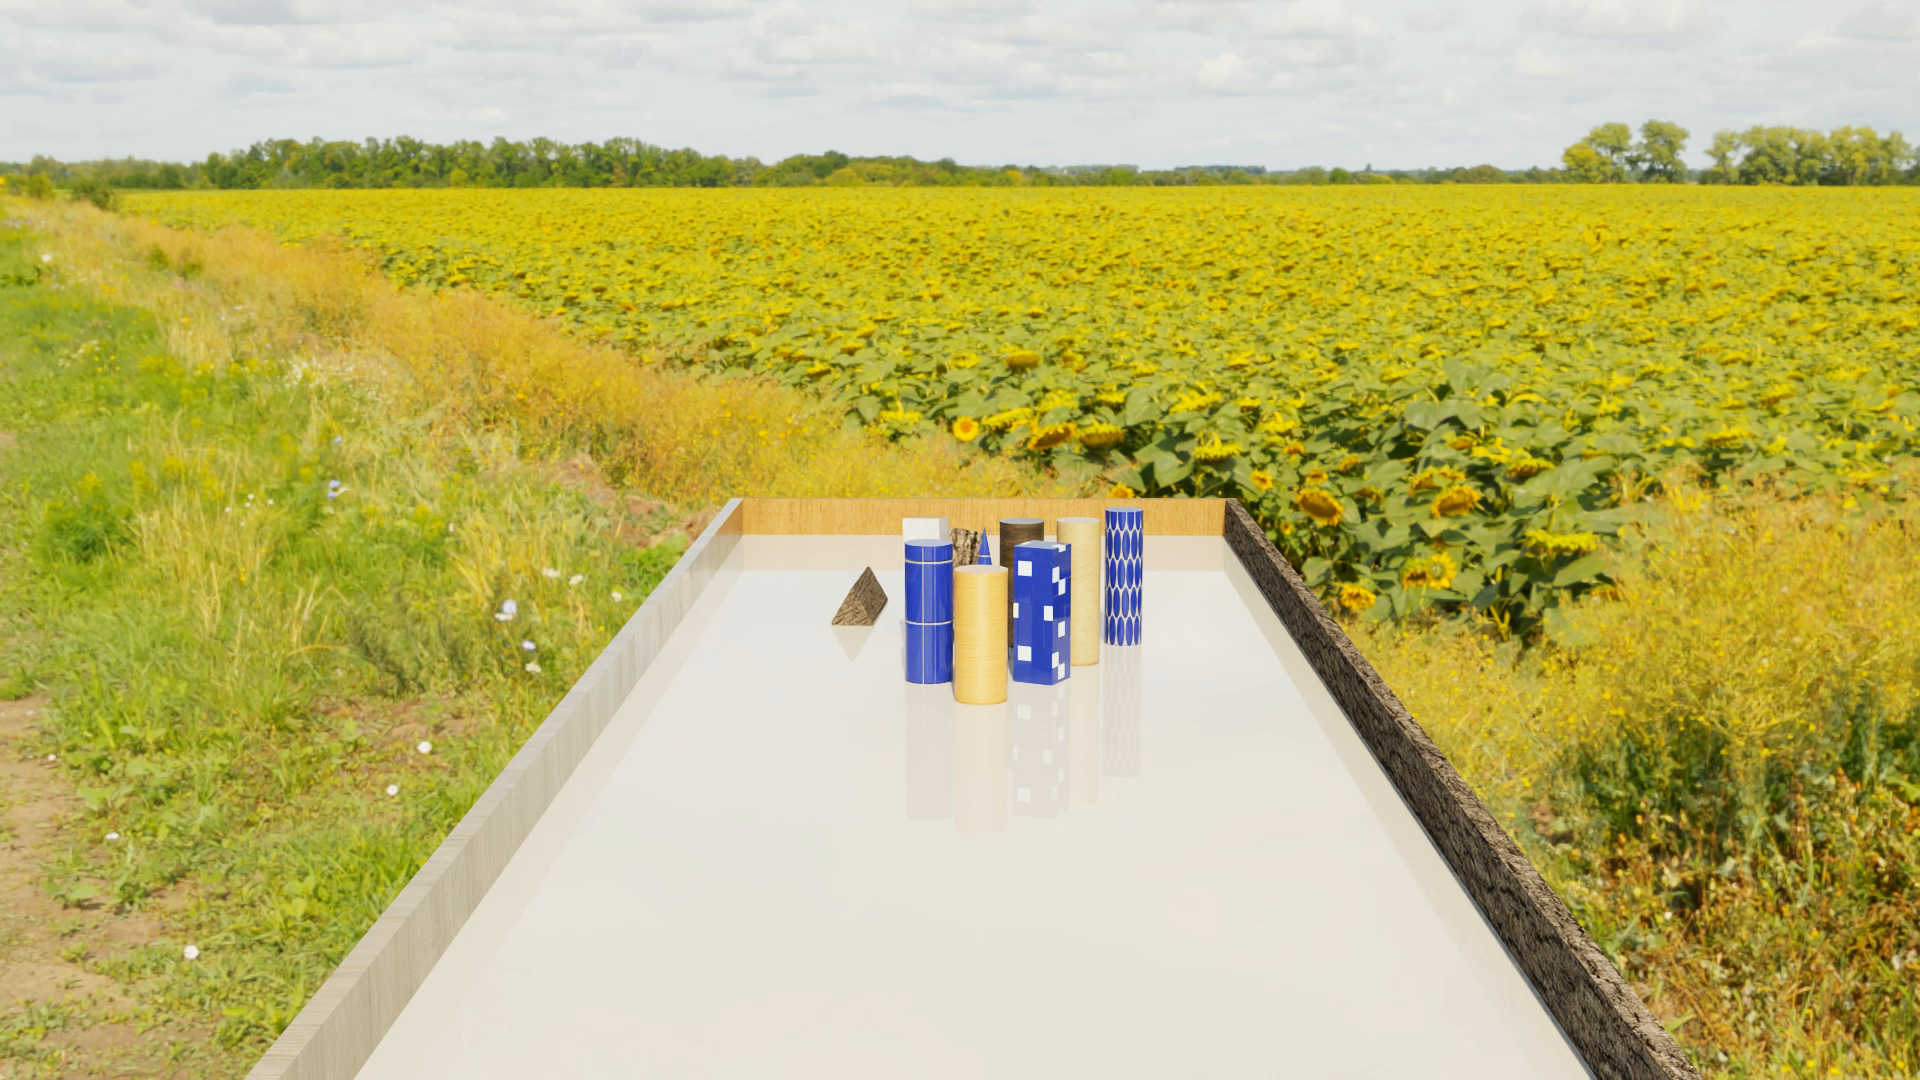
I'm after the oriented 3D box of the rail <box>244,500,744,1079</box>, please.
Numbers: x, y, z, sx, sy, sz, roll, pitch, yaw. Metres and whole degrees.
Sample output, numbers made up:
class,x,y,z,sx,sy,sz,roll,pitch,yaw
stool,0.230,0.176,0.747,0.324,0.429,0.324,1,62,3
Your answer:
class,x,y,z,sx,sy,sz,roll,pitch,yaw
rail,-1.004,0.839,3.234,0.050,0.150,12.000,0,9,1

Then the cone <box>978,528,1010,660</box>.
class,x,y,z,sx,sy,sz,roll,pitch,yaw
cone,0.074,0.159,6.698,0.161,0.410,0.161,0,9,0

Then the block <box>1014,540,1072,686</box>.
class,x,y,z,sx,sy,sz,roll,pitch,yaw
block,0.240,0.211,6.403,0.125,0.399,0.125,5,10,27

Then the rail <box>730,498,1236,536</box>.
class,x,y,z,sx,sy,sz,roll,pitch,yaw
rail,0.099,-0.098,9.147,2.100,0.150,0.050,0,9,1

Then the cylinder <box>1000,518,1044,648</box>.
class,x,y,z,sx,sy,sz,roll,pitch,yaw
cylinder,0.193,0.134,6.911,0.141,0.393,0.141,0,9,0

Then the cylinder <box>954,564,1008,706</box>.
class,x,y,z,sx,sy,sz,roll,pitch,yaw
cylinder,0.059,0.265,6.153,0.149,0.371,0.149,0,9,0

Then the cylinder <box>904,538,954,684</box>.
class,x,y,z,sx,sy,sz,roll,pitch,yaw
cylinder,-0.091,0.208,6.400,0.142,0.406,0.142,0,9,0

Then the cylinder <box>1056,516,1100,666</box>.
class,x,y,z,sx,sy,sz,roll,pitch,yaw
cylinder,0.357,0.155,6.643,0.134,0.435,0.134,0,9,0

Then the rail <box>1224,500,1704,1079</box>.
class,x,y,z,sx,sy,sz,roll,pitch,yaw
rail,1.046,0.843,3.208,0.050,0.150,12.000,0,9,1

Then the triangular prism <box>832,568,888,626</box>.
class,x,y,z,sx,sy,sz,roll,pitch,yaw
triangular prism,-0.337,0.185,7.441,0.137,0.119,0.445,1,9,5

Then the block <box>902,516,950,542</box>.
class,x,y,z,sx,sy,sz,roll,pitch,yaw
block,-0.103,0.131,6.852,0.116,0.405,0.116,0,5,15

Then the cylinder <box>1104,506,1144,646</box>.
class,x,y,z,sx,sy,sz,roll,pitch,yaw
cylinder,0.515,0.114,6.933,0.121,0.425,0.121,0,9,0

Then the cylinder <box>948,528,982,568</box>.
class,x,y,z,sx,sy,sz,roll,pitch,yaw
cylinder,-0.020,0.134,7.013,0.155,0.329,0.155,8,-6,1
